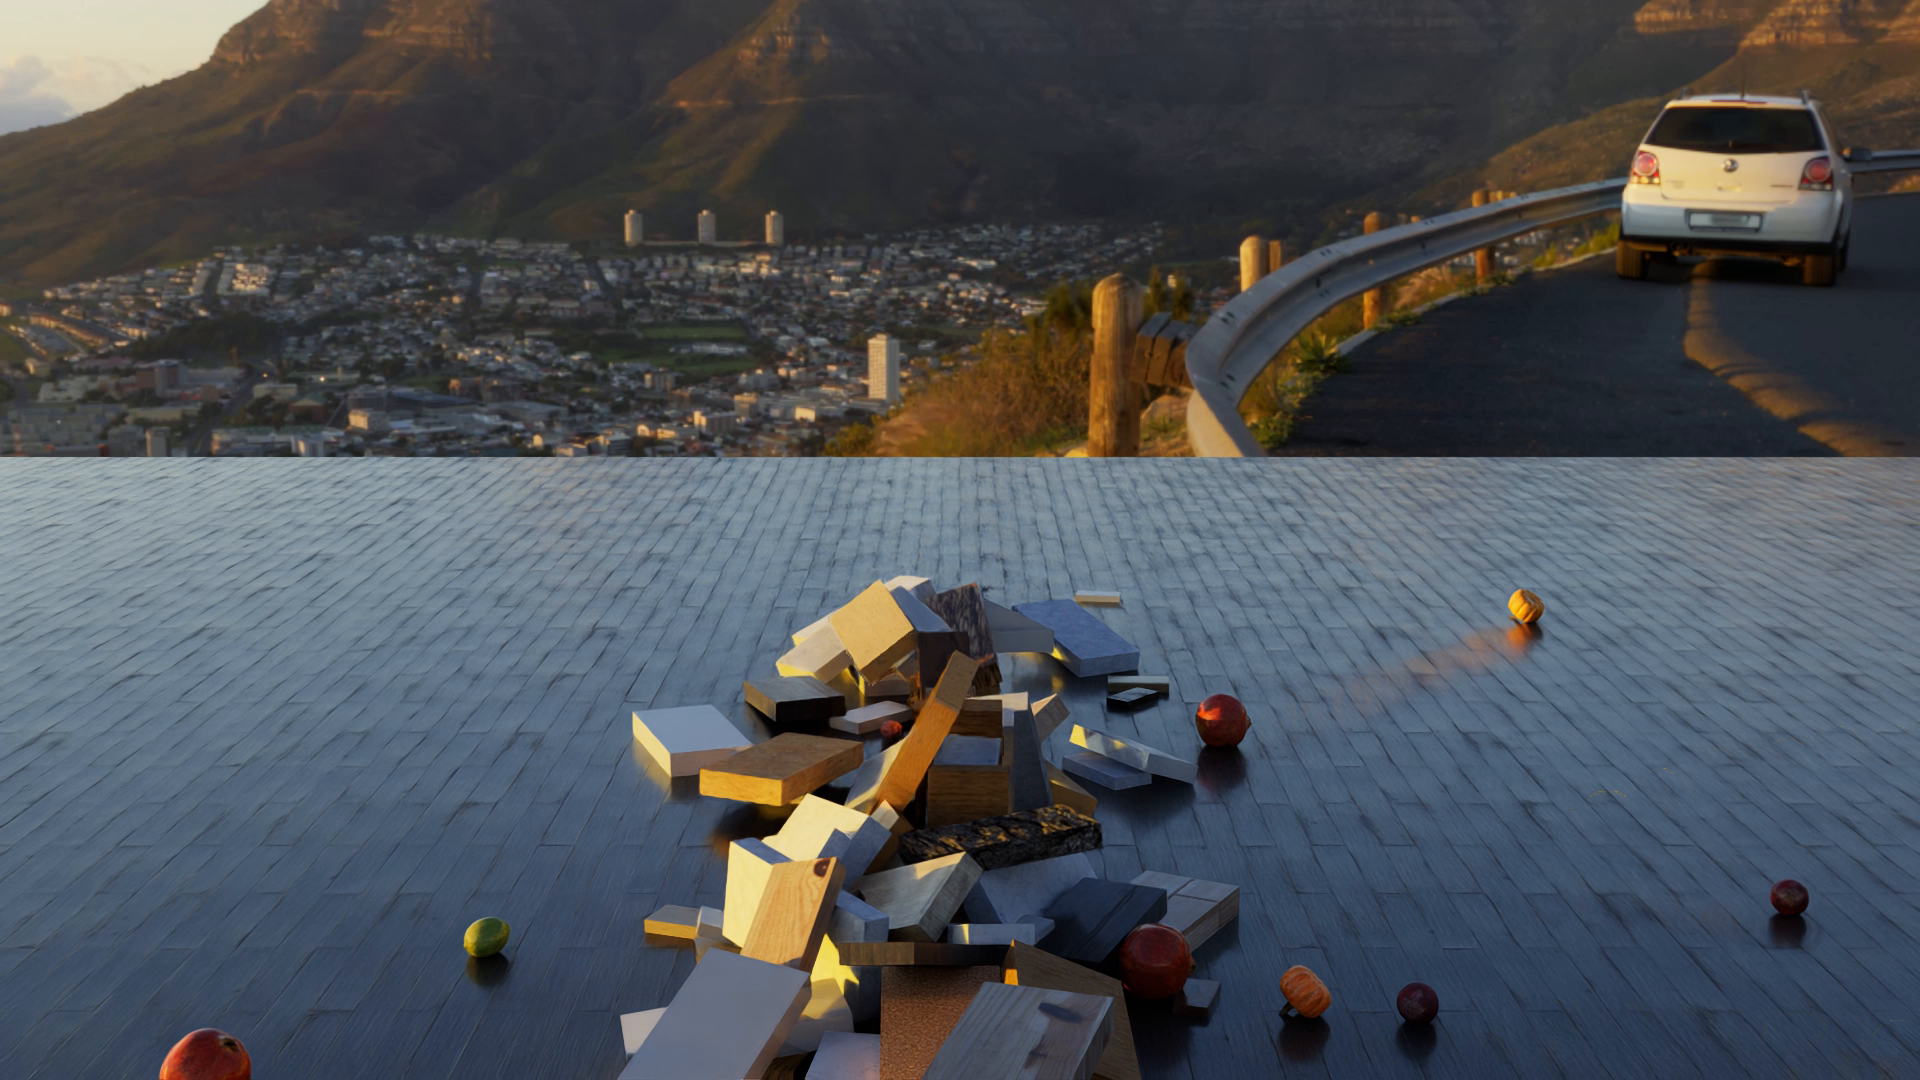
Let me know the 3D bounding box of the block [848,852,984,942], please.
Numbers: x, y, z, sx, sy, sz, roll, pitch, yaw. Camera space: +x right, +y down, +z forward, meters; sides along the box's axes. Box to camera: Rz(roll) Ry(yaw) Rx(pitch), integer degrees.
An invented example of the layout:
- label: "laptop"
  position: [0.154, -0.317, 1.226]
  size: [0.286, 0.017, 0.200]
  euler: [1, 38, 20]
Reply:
- label: "block"
  position: [-0.095, 0.538, 3.208]
  size: [0.277, 0.039, 0.139]
  euler: [-23, 24, 50]

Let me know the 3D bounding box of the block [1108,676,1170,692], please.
- label: "block"
  position: [0.407, 0.329, 5.023]
  size: [0.139, 0.020, 0.069]
  euler: [1, 11, 4]

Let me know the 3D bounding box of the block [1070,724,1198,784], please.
- label: "block"
  position: [0.343, 0.423, 4.355]
  size: [0.126, 0.036, 0.253]
  euler: [17, -1, -33]

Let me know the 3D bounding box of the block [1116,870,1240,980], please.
- label: "block"
  position: [0.302, 0.604, 3.469]
  size: [0.164, 0.047, 0.329]
  euler: [6, 12, 28]

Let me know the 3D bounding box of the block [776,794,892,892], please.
- label: "block"
  position: [-0.229, 0.506, 3.522]
  size: [0.048, 0.170, 0.340]
  euler: [40, -13, -15]

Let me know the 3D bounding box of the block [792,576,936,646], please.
- label: "block"
  position: [-0.233, 0.184, 5.359]
  size: [0.327, 0.046, 0.163]
  euler: [-29, 15, -24]

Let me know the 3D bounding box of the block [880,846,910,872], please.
- label: "block"
  position: [-0.127, 0.543, 3.429]
  size: [0.036, 0.127, 0.254]
  euler: [40, 0, -16]

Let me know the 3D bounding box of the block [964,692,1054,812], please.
- label: "block"
  position: [0.071, 0.394, 3.917]
  size: [0.149, 0.298, 0.042]
  euler: [-6, 43, 8]

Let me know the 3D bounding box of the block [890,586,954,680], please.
- label: "block"
  position: [-0.120, 0.193, 4.654]
  size: [0.139, 0.039, 0.278]
  euler: [-41, 27, -7]

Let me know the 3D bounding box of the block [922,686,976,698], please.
- label: "block"
  position: [-0.017, 0.385, 4.334]
  size: [0.104, 0.029, 0.208]
  euler: [-1, 52, -3]

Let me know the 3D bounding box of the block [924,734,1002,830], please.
- label: "block"
  position: [0.003, 0.425, 3.639]
  size: [0.108, 0.031, 0.217]
  euler: [4, 55, 5]

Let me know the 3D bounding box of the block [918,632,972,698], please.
- label: "block"
  position: [-0.026, 0.328, 4.415]
  size: [0.104, 0.029, 0.329]
  euler: [-1, 53, -4]

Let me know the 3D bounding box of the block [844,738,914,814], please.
- label: "block"
  position: [-0.125, 0.444, 4.110]
  size: [0.162, 0.046, 0.324]
  euler: [-32, 7, 9]

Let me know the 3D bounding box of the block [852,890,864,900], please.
- label: "block"
  position: [-0.184, 0.564, 3.250]
  size: [0.103, 0.015, 0.052]
  euler: [-39, 15, 7]

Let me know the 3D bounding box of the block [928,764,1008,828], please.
- label: "block"
  position: [0.014, 0.488, 3.519]
  size: [0.127, 0.254, 0.036]
  euler: [0, 9, 2]

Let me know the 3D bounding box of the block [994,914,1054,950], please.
- label: "block"
  position: [0.095, 0.582, 3.252]
  size: [0.049, 0.014, 0.098]
  euler: [6, 17, 30]

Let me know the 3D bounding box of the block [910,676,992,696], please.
- label: "block"
  position: [-0.021, 0.280, 4.786]
  size: [0.171, 0.048, 0.341]
  euler: [0, 11, 0]

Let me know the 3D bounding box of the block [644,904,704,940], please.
- label: "block"
  position: [-0.418, 0.611, 3.498]
  size: [0.149, 0.021, 0.075]
  euler: [4, 11, 21]

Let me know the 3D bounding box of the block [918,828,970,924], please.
- label: "block"
  position: [-0.009, 0.557, 3.395]
  size: [0.127, 0.036, 0.254]
  euler: [1, 43, 3]

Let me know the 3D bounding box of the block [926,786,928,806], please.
- label: "block"
  position: [-0.004, 0.509, 3.628]
  size: [0.108, 0.217, 0.031]
  euler: [0, -34, 2]

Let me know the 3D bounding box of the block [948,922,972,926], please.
- label: "block"
  position: [0.000, 0.620, 3.287]
  size: [0.047, 0.095, 0.013]
  euler: [-1, -31, 2]

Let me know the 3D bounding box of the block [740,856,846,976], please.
- label: "block"
  position: [-0.240, 0.542, 3.073]
  size: [0.108, 0.030, 0.215]
  euler: [-10, 39, 27]

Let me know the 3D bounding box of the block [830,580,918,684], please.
- label: "block"
  position: [-0.179, 0.190, 4.643]
  size: [0.139, 0.039, 0.278]
  euler: [-38, 27, -1]

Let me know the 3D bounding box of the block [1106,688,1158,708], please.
- label: "block"
  position: [0.385, 0.352, 4.902]
  size: [0.059, 0.017, 0.119]
  euler: [9, 14, 39]

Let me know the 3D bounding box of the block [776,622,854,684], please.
- label: "block"
  position: [-0.270, 0.233, 5.143]
  size: [0.302, 0.043, 0.151]
  euler: [-37, 29, -30]

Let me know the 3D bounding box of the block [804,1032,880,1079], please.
- label: "block"
  position: [-0.018, 0.700, 2.813]
  size: [0.346, 0.049, 0.173]
  euler: [2, 14, 7]

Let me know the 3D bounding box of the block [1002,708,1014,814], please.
- label: "block"
  position: [0.021, 0.412, 3.879]
  size: [0.149, 0.298, 0.042]
  euler: [0, 43, 2]

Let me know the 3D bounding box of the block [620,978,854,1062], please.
- label: "block"
  position: [-0.304, 0.664, 2.985]
  size: [0.301, 0.043, 0.150]
  euler: [-8, 9, -11]

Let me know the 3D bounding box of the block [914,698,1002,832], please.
- label: "block"
  position: [-0.002, 0.417, 3.780]
  size: [0.149, 0.298, 0.042]
  euler: [0, 23, 2]

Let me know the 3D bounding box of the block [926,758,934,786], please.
- label: "block"
  position: [-0.004, 0.470, 3.716]
  size: [0.108, 0.217, 0.031]
  euler: [0, -1, 2]

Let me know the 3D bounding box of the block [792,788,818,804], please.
- label: "block"
  position: [-0.320, 0.469, 4.253]
  size: [0.088, 0.025, 0.176]
  euler: [3, 11, 14]
